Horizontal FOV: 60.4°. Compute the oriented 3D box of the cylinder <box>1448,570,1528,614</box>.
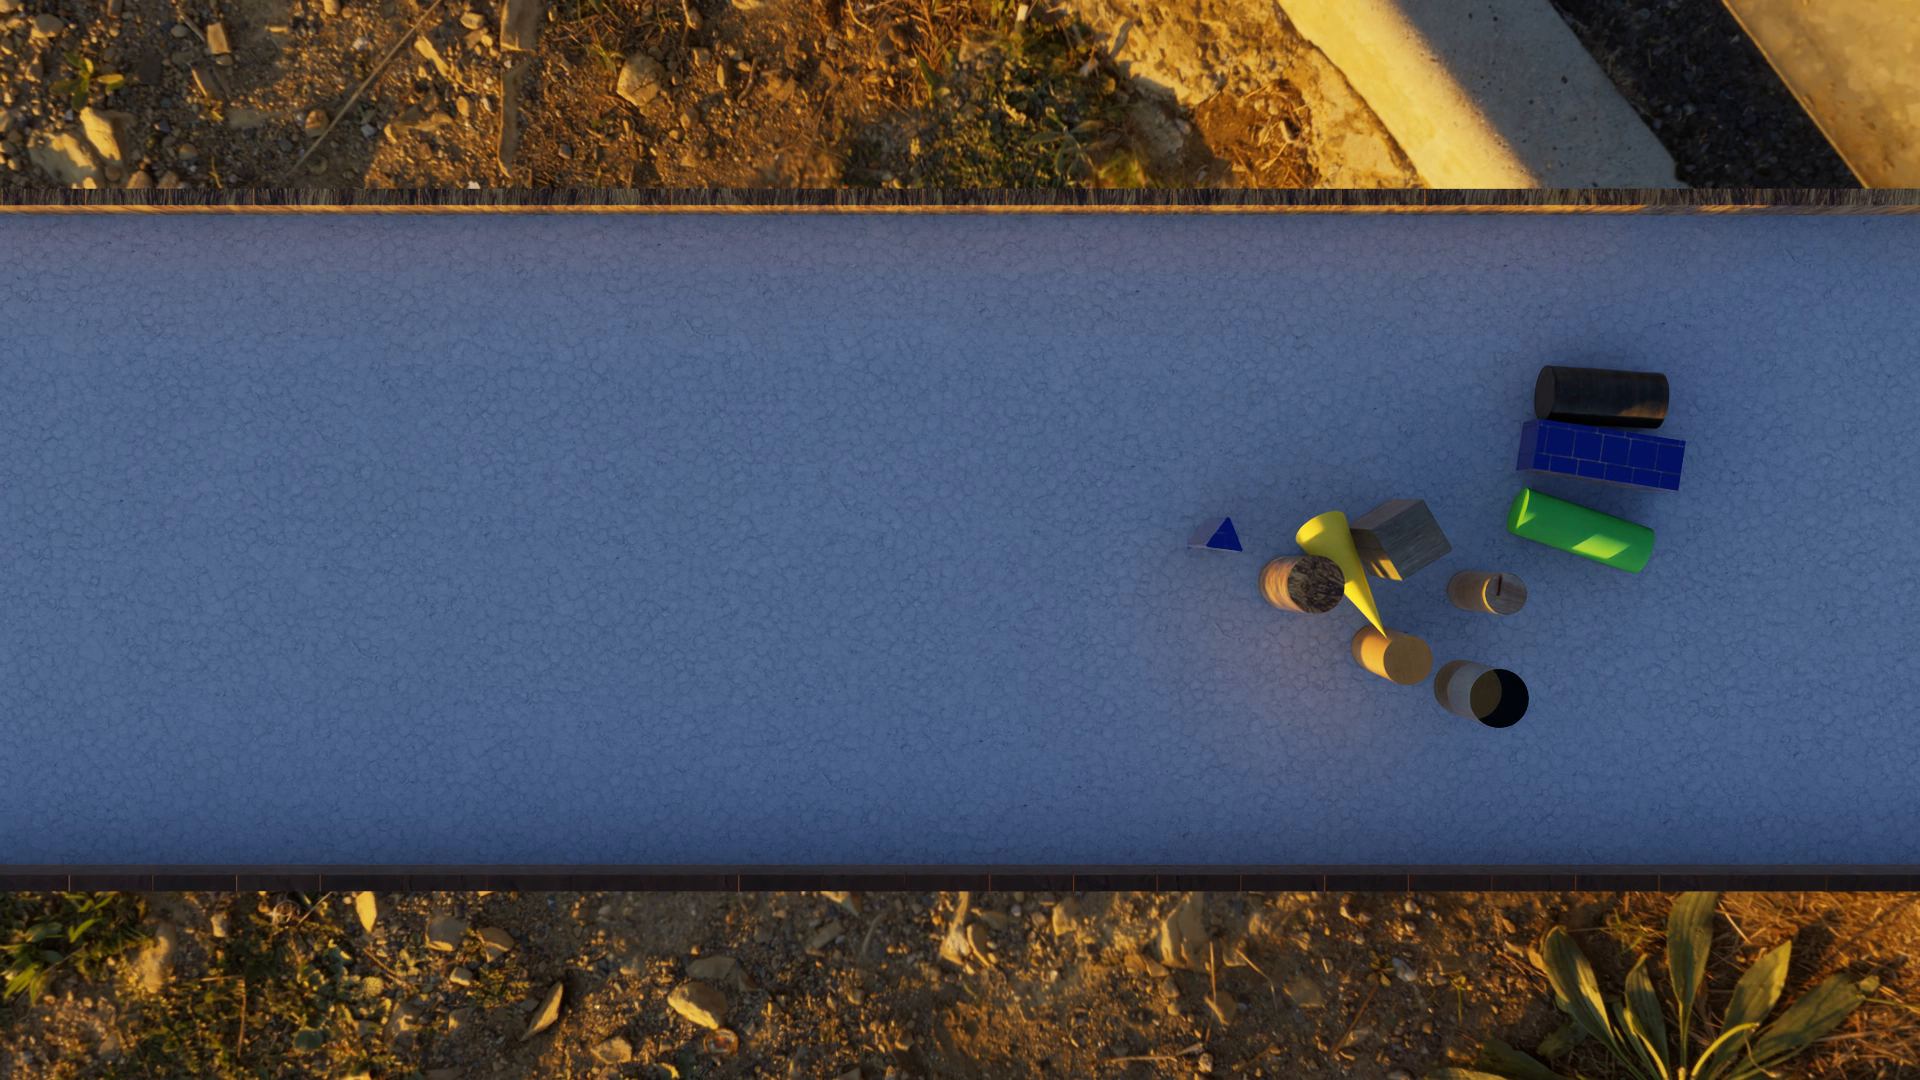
[{"bbox_3d":[1.560,0.154,4.893,0.121,0.366,0.121,0,90,0],"label":"cylinder"}]

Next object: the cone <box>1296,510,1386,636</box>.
[{"bbox_3d":[1.166,0.124,4.898,0.165,0.165,0.413,-24,58,0],"label":"cone"}]

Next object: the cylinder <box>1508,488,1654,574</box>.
[{"bbox_3d":[1.881,-0.029,5.004,0.397,0.146,0.146,18,90,0],"label":"cylinder"}]

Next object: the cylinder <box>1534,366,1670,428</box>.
[{"bbox_3d":[1.939,-0.432,4.991,0.343,0.170,0.170,4,90,0],"label":"cylinder"}]

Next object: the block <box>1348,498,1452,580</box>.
[{"bbox_3d":[1.295,-0.004,4.900,0.171,0.350,0.171,-31,91,0],"label":"block"}]

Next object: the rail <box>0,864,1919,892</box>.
[{"bbox_3d":[-2.247,1.025,5.001,12.000,0.150,0.050,0,90,0],"label":"rail"}]

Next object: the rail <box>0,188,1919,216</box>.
[{"bbox_3d":[-2.247,-1.025,5.002,12.000,0.150,0.050,0,90,0],"label":"rail"}]

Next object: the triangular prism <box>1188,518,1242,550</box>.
[{"bbox_3d":[0.756,-0.021,4.878,0.103,0.396,0.089,8,90,0],"label":"triangular prism"}]

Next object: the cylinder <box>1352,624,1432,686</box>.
[{"bbox_3d":[1.279,0.337,4.899,0.144,0.348,0.144,0,92,-1],"label":"cylinder"}]

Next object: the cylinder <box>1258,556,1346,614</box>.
[{"bbox_3d":[1.001,0.129,4.862,0.165,0.427,0.165,0,89,-1],"label":"cylinder"}]

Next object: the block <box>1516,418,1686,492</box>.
[{"bbox_3d":[1.940,-0.254,5.001,0.440,0.150,0.150,9,90,0],"label":"block"}]

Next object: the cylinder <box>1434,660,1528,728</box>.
[{"bbox_3d":[1.543,0.453,4.897,0.170,0.359,0.170,0,90,0],"label":"cylinder"}]
